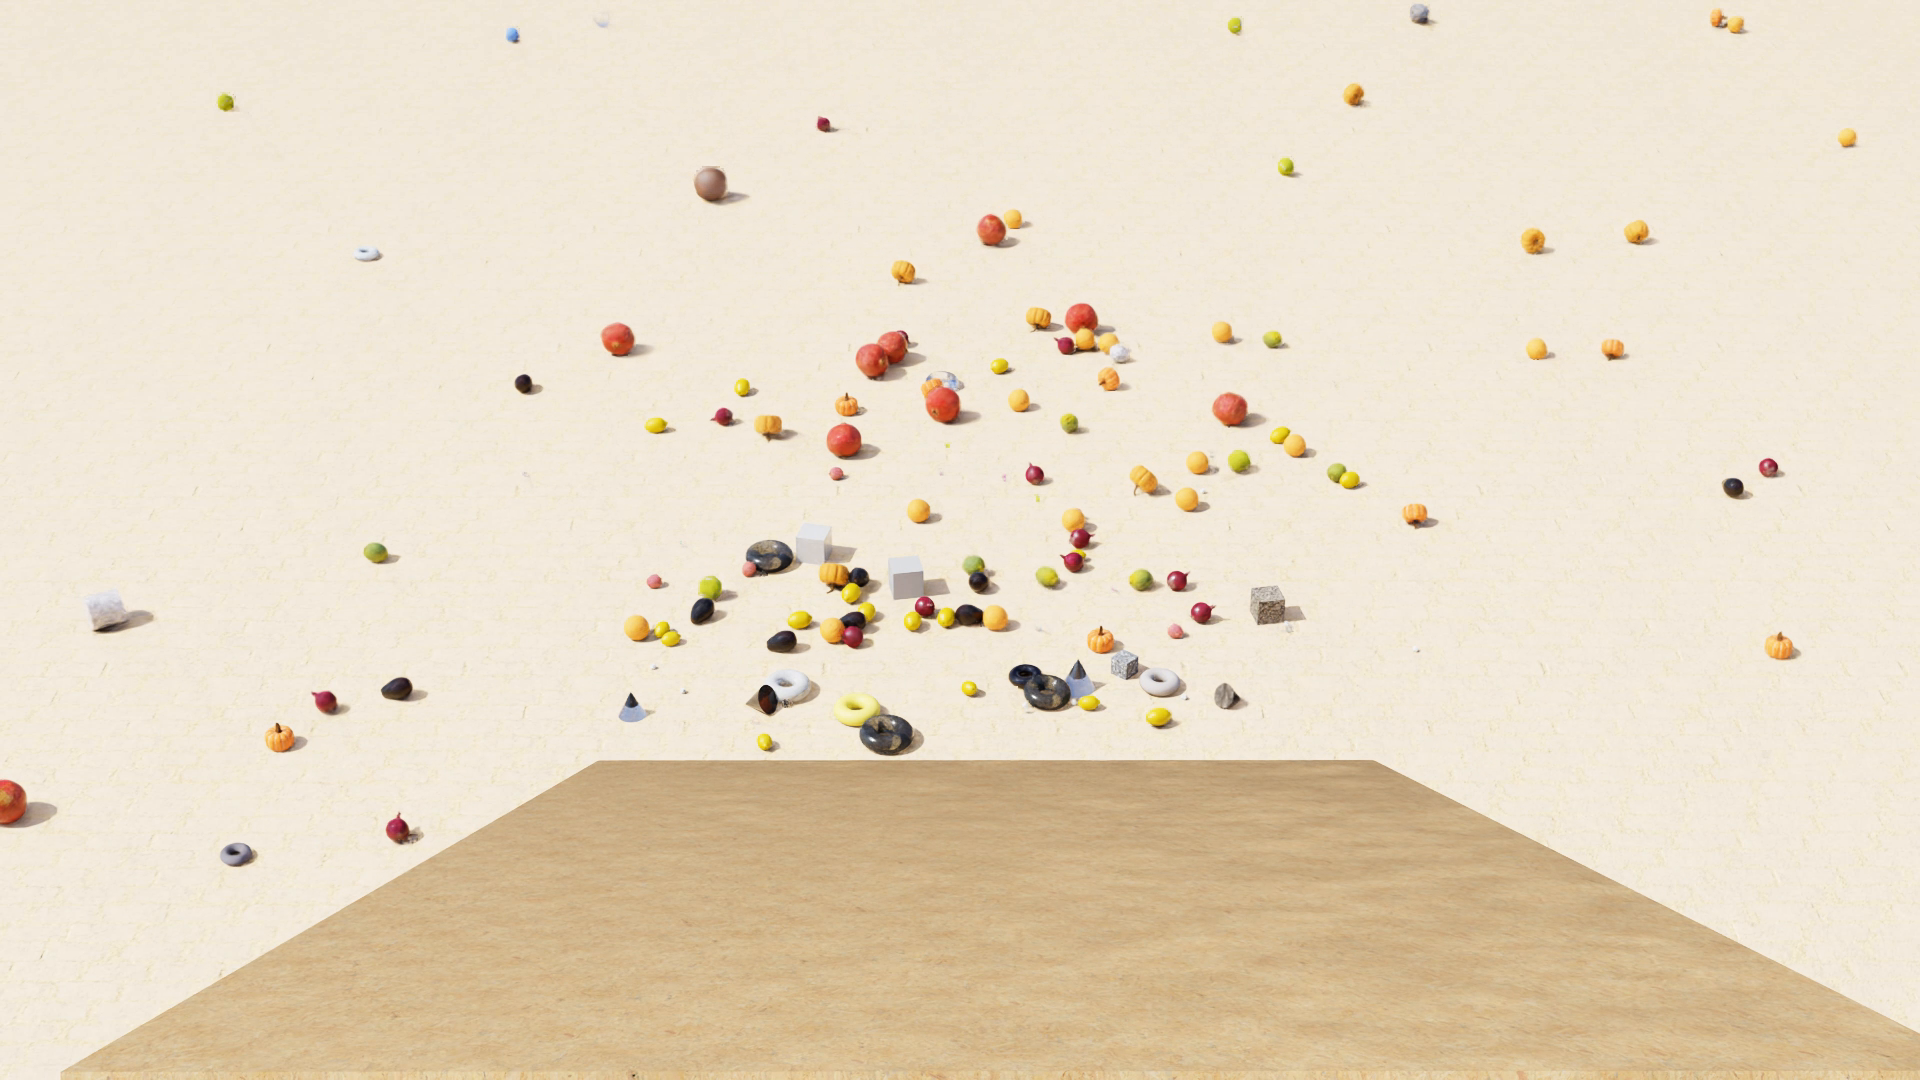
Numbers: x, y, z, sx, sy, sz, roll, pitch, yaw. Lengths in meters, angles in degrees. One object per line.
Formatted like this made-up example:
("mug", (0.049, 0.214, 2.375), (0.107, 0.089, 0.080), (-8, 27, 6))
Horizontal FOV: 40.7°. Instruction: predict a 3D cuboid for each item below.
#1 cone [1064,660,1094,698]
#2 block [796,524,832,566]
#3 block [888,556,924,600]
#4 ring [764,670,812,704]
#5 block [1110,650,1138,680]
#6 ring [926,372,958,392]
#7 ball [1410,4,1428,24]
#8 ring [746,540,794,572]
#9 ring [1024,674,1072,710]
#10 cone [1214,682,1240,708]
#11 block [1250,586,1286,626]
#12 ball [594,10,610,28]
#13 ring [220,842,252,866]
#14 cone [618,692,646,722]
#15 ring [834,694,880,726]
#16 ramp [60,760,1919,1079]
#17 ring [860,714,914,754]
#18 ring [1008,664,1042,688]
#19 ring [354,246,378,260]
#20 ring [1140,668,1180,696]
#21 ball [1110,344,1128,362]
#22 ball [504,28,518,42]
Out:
("cone", (0.323, 0.365, 7.092), (0.097, 0.097, 0.097), (0, 31, 0))
("block", (-0.434, 0.012, 7.695), (0.086, 0.086, 0.086), (7, 31, 11))
("block", (-0.157, 0.110, 7.529), (0.090, 0.090, 0.090), (-6, 31, -9))
("ring", (-0.473, 0.400, 7.086), (0.131, 0.044, 0.131), (-1, 32, 0))
("block", (0.456, 0.345, 7.166), (0.054, 0.054, 0.054), (24, 38, 35))
("ring", (-0.060, -0.529, 8.657), (0.111, 0.037, 0.111), (1, 32, 0))
("ball", (2.082, -2.388, 11.738), (0.088, 0.088, 0.088), (0, 31, 0))
("ring", (-0.565, 0.048, 7.674), (0.143, 0.048, 0.143), (1, 32, 0))
("ring", (0.238, 0.415, 7.055), (0.131, 0.044, 0.131), (3, 36, -2))
("cone", (0.742, 0.427, 7.051), (0.069, 0.069, 0.069), (10, 18, -42))
("block", (0.880, 0.187, 7.409), (0.079, 0.079, 0.079), (-5, 31, -9))
("ball", (-1.615, -2.350, 11.687), (0.075, 0.075, 0.075), (0, 31, 0))
("ring", (-1.806, 0.783, 6.456), (0.078, 0.026, 0.078), (1, 31, -1))
("cone", (-0.886, 0.440, 6.985), (0.076, 0.076, 0.076), (0, 31, 0))
("ring", (-0.279, 0.457, 6.990), (0.127, 0.042, 0.127), (-1, 30, 1))
("ramp", (0.068, 0.608, 4.677), (2.000, 0.100, 4.000), (0, 0, 0))
("ring", (-0.195, 0.516, 6.885), (0.147, 0.049, 0.147), (1, 31, -1))
("ring", (0.181, 0.376, 7.136), (0.098, 0.033, 0.098), (-1, 32, 0))
("ring", (-2.192, -1.057, 9.552), (0.094, 0.031, 0.094), (-1, 31, 1))
("ring", (0.548, 0.389, 7.109), (0.112, 0.037, 0.112), (1, 30, -1))
("ball", (0.539, -0.636, 8.810), (0.063, 0.063, 0.063), (0, 31, 0))
("ball", (-1.996, -2.251, 11.532), (0.062, 0.062, 0.062), (0, 31, 0))
